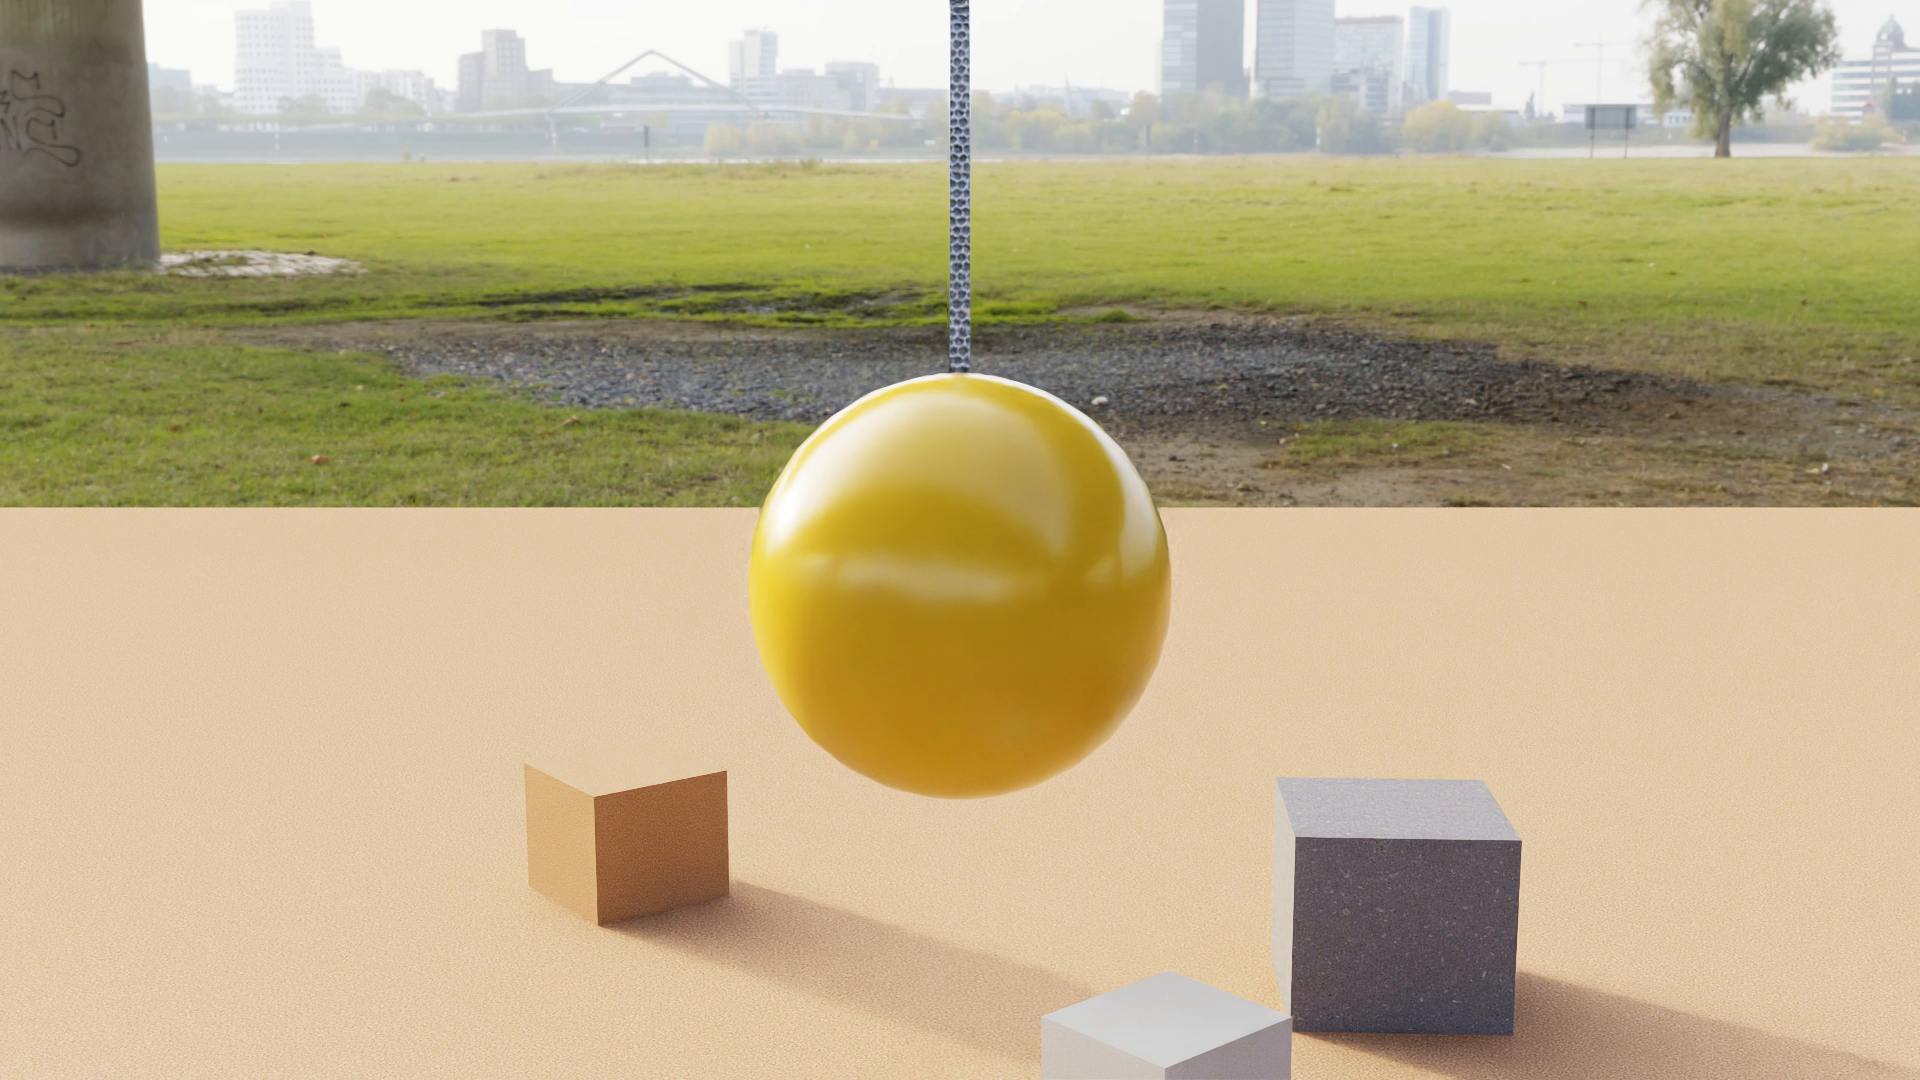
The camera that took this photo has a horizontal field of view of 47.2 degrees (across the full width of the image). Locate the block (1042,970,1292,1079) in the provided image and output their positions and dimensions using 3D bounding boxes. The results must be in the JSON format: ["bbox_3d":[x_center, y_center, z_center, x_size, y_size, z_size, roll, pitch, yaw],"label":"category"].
[{"bbox_3d":[0.688,1.896,7.364,0.619,0.635,0.559,-9,14,-41],"label":"block"}]

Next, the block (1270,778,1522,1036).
[{"bbox_3d":[1.776,1.494,9.091,0.880,0.808,0.827,0,10,3],"label":"block"}]

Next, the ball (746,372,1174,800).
[{"bbox_3d":[0.000,0.172,8.292,1.600,1.600,1.600,0,10,0],"label":"ball"}]

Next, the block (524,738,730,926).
[{"bbox_3d":[-1.573,1.362,10.378,0.696,0.607,0.688,-8,13,-37],"label":"block"}]

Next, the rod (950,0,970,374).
[{"bbox_3d":[0.000,-3.055,9.359,0.080,5.200,0.080,0,-18,0],"label":"rod"}]
